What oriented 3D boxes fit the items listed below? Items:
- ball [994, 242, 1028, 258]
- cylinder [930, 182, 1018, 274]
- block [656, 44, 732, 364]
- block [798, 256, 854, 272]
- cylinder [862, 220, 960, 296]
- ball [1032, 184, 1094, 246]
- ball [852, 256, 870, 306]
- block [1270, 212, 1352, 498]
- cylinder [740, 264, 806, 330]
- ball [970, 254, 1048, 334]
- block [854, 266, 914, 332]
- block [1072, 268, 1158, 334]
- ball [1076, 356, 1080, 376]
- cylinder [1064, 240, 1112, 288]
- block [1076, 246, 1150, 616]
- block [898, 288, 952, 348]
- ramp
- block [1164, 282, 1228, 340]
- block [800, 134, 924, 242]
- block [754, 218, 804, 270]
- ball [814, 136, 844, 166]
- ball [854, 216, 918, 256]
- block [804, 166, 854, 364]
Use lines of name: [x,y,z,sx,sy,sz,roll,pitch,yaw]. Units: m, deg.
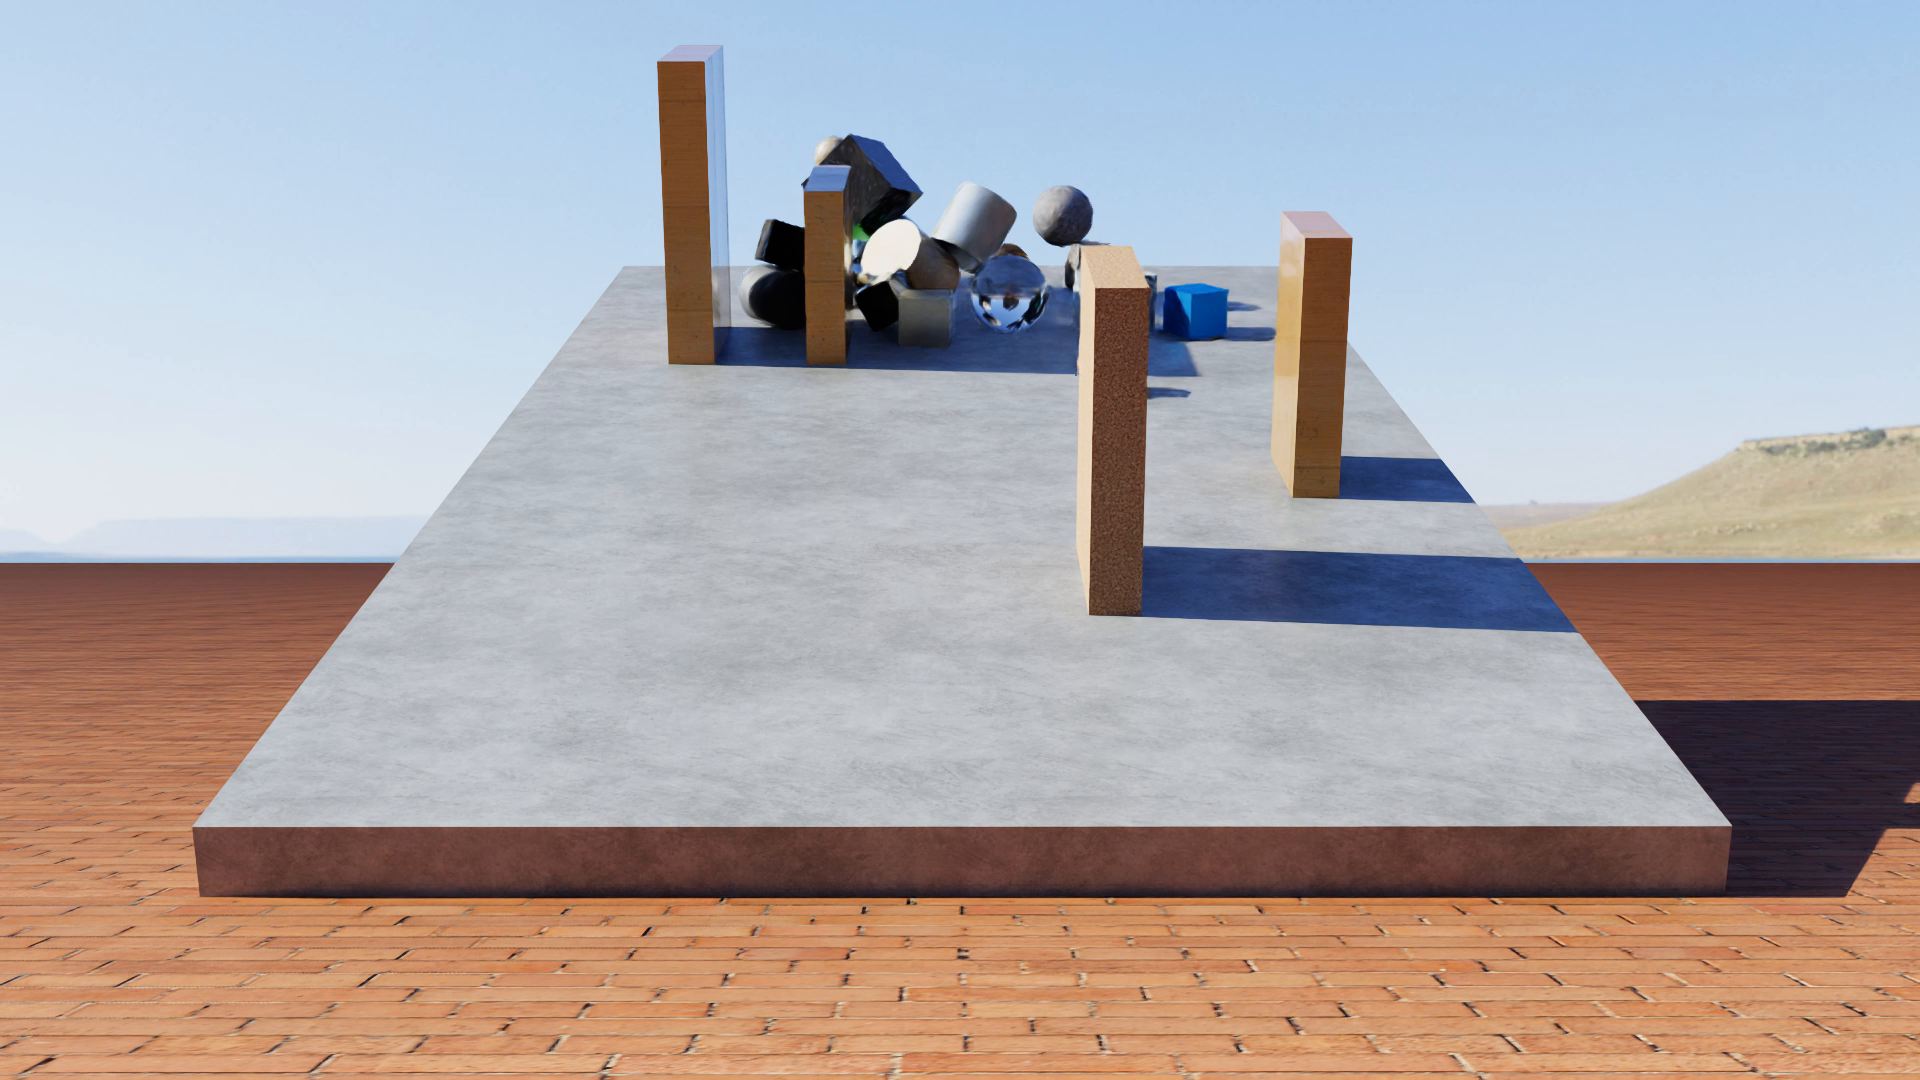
ball: [0.131,-0.777,6.330,0.134,0.134,0.134,0,0,0]
cylinder: [0.035,-0.841,6.022,0.179,0.179,0.179,28,-10,5]
block: [-0.656,-0.843,5.547,0.112,0.727,0.444,0,17,0]
block: [-0.376,-0.743,6.202,0.115,0.115,0.115,25,27,20]
cylinder: [-0.131,-0.727,5.953,0.189,0.189,0.189,0,-23,37]
ball: [0.281,-0.887,6.097,0.168,0.168,0.168,0,0,0]
ball: [-0.280,-0.707,6.102,0.137,0.137,0.137,0,0,0]
block: [0.693,-0.373,4.418,0.090,0.510,0.316,0,17,0]
cylinder: [-0.475,-0.640,5.862,0.154,0.154,0.154,0,13,-38]
ball: [0.128,-0.638,5.772,0.203,0.203,0.203,0,0,0]
block: [-0.189,-0.627,5.803,0.110,0.110,0.110,-22,15,29]
block: [0.402,-0.621,5.795,0.154,0.154,0.154,-10,21,-28]
ball: [0.330,-0.403,5.164,0.119,0.119,0.119,0,0,0]
cylinder: [0.379,-0.764,6.236,0.138,0.138,0.138,9,-3,-14]
block: [0.256,-0.194,3.785,0.087,0.547,0.386,0,17,0]
block: [-0.087,-0.562,5.660,0.126,0.126,0.126,1,17,3]
ramp: [-0.003,-0.179,4.816,2.000,0.100,4.000,0,17,0]
block: [0.610,-0.594,5.779,0.117,0.117,0.117,-10,20,-29]
block: [-0.269,-0.968,6.149,0.199,0.199,0.199,-43,-14,21]
block: [-0.461,-0.771,5.822,0.107,0.107,0.107,15,3,-21]
ball: [-0.354,-1.075,6.256,0.115,0.115,0.115,0,0,0]
ball: [-0.201,-0.843,6.424,0.203,0.203,0.203,0,0,0]
block: [-0.327,-0.696,5.590,0.095,0.423,0.441,0,17,0]
